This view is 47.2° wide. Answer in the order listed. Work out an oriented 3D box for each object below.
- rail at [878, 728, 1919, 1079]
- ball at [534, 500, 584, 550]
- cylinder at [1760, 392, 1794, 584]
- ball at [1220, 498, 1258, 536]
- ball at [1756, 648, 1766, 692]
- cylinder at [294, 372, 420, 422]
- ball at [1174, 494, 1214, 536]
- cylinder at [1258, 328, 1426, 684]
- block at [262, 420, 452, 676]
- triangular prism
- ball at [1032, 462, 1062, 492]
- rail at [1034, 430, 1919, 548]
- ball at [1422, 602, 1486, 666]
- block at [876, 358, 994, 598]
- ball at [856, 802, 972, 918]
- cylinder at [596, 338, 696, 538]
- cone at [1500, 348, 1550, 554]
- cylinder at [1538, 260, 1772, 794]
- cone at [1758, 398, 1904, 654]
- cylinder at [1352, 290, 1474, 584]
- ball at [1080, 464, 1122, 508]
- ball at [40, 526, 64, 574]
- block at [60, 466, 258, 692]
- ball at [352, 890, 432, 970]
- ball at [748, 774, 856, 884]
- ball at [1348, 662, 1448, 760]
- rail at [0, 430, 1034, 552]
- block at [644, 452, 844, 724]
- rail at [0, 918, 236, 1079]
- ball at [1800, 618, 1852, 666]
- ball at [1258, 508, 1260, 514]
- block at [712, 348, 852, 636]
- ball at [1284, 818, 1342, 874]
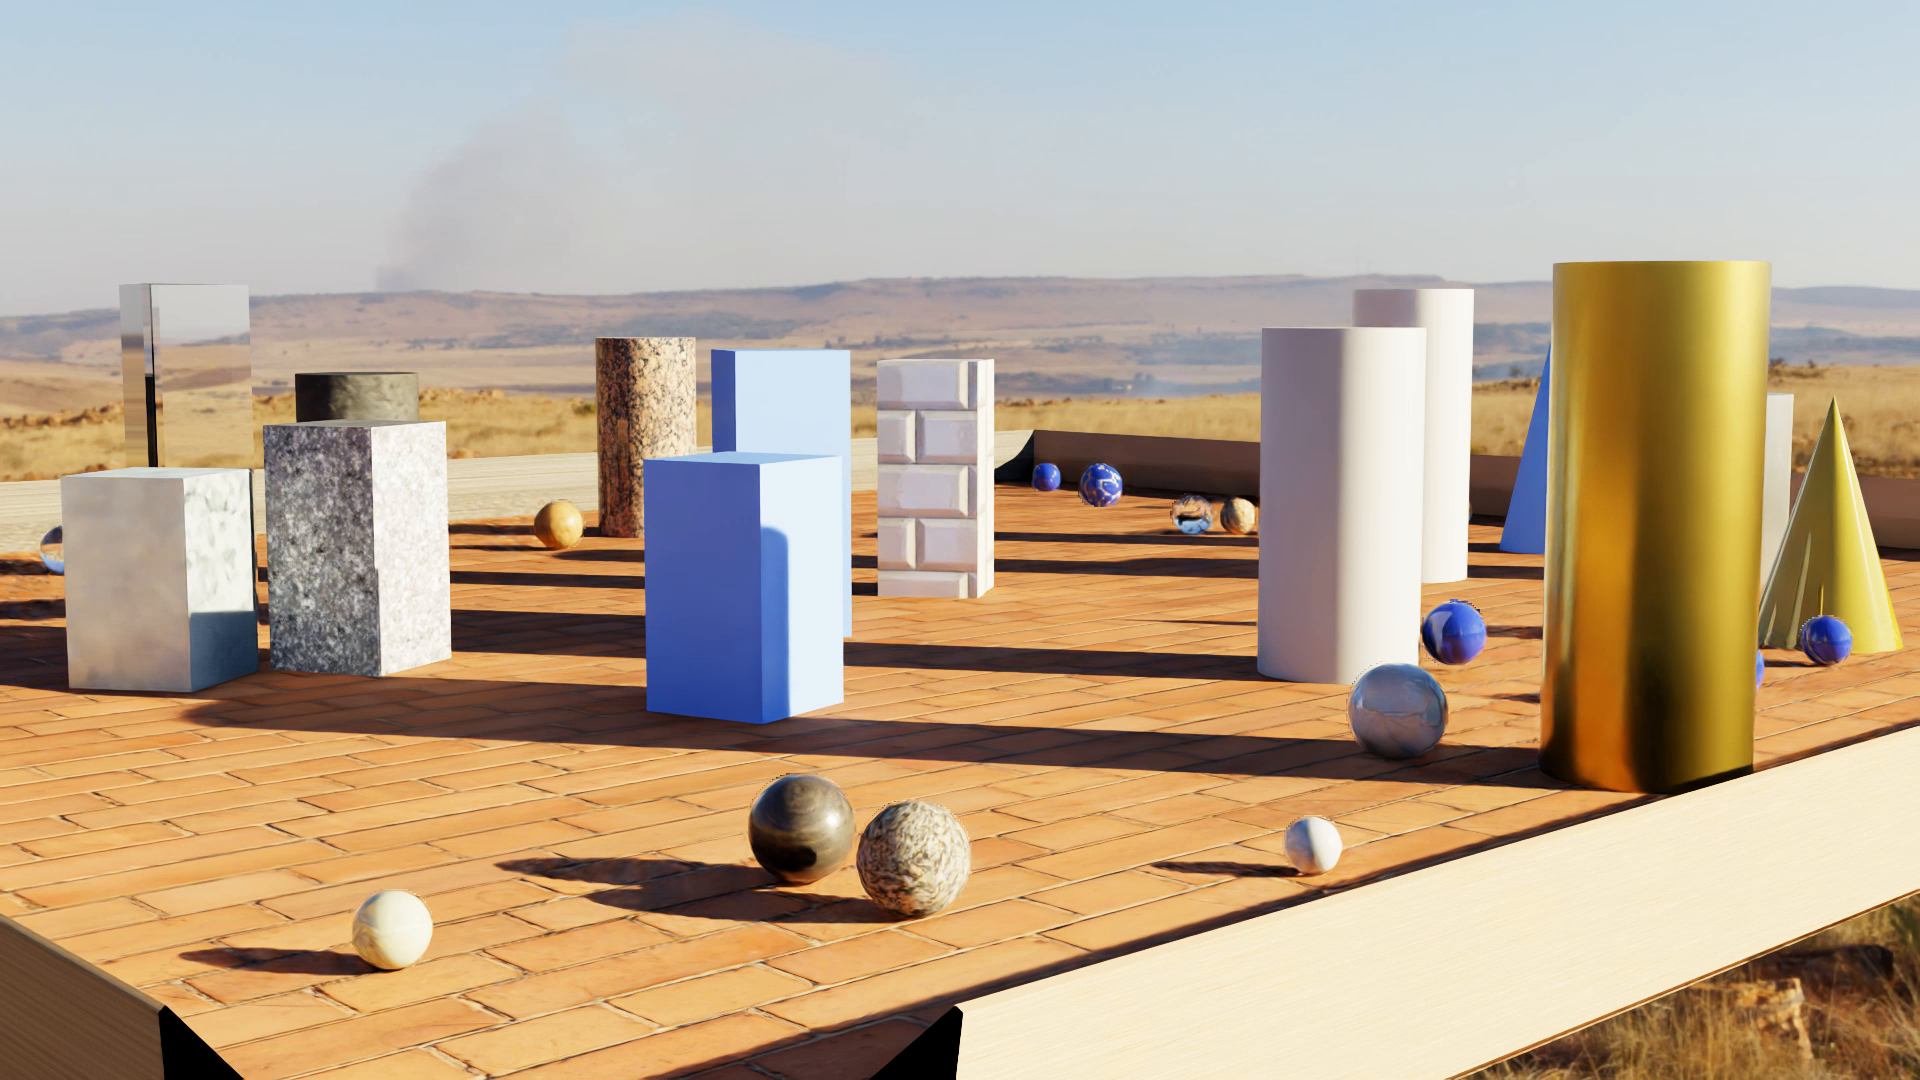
[{"bbox_3d":[1.150,0.163,2.092,3.707,0.128,0.045,-5,8,-42],"label":"rail"},{"bbox_3d":[-0.749,-0.027,4.104,0.091,0.091,0.091,0,6,0],"label":"ball"},{"bbox_3d":[1.276,-0.090,3.660,0.197,0.307,0.197,0,6,0],"label":"cylinder"},{"bbox_3d":[0.553,-0.046,4.366,0.074,0.074,0.074,0,6,0],"label":"ball"},{"bbox_3d":[0.864,0.144,2.485,0.086,0.086,0.086,0,6,0],"label":"ball"},{"bbox_3d":[-1.000,-0.107,3.664,0.197,0.341,0.197,0,6,0],"label":"cylinder"},{"bbox_3d":[0.464,-0.050,4.368,0.080,0.080,0.080,0,6,0],"label":"ball"},{"bbox_3d":[0.468,-0.048,2.701,0.197,0.423,0.197,0,6,0],"label":"cylinder"},{"bbox_3d":[-0.756,0.005,2.767,0.158,0.304,0.158,2,6,20],"label":"block"},{"bbox_3d":[-1.030,-0.104,2.972,0.148,0.479,0.171,-3,7,-30],"label":"triangular prism"},{"bbox_3d":[0.212,-0.153,5.396,0.073,0.073,0.073,0,6,0],"label":"ball"},{"bbox_3d":[1.345,-0.095,4.566,0.045,0.128,3.439,-5,8,-42],"label":"rail"},{"bbox_3d":[0.610,0.116,2.717,0.079,0.079,0.079,0,6,0],"label":"ball"},{"bbox_3d":[-0.037,-0.101,3.482,0.158,0.367,0.158,1,6,10],"label":"block"},{"bbox_3d":[-0.034,0.235,1.619,0.085,0.085,0.085,0,6,0],"label":"ball"},{"bbox_3d":[-0.625,-0.208,4.389,0.197,0.391,0.197,0,6,0],"label":"cylinder"},{"bbox_3d":[1.109,-0.209,4.087,0.197,0.456,0.197,0,6,0],"label":"cone"},{"bbox_3d":[0.662,-0.018,2.101,0.197,0.489,0.197,0,6,0],"label":"cylinder"},{"bbox_3d":[1.165,-0.029,2.948,0.197,0.333,0.197,0,6,0],"label":"cone"},{"bbox_3d":[0.752,-0.178,3.676,0.197,0.479,0.197,0,6,0],"label":"cylinder"},{"bbox_3d":[0.320,-0.123,4.985,0.099,0.099,0.099,0,6,0],"label":"ball"},{"bbox_3d":[-1.510,0.017,3.716,0.084,0.084,0.084,0,6,0],"label":"ball"},{"bbox_3d":[-0.962,0.044,2.652,0.158,0.251,0.158,1,6,11],"label":"block"},{"bbox_3d":[-0.385,0.264,1.490,0.053,0.053,0.053,0,6,0],"label":"ball"},{"bbox_3d":[-0.123,0.225,1.715,0.084,0.084,0.084,0,6,0],"label":"ball"},{"bbox_3d":[0.435,0.170,2.181,0.098,0.098,0.098,0,6,0],"label":"ball"},{"bbox_3d":[-1.150,-0.096,4.571,3.707,0.128,0.045,-5,8,-42],"label":"rail"},{"bbox_3d":[-0.241,0.048,2.467,0.158,0.281,0.158,3,7,30],"label":"block"},{"bbox_3d":[-1.345,0.162,2.098,0.045,0.128,3.439,-5,8,-42],"label":"rail"},{"bbox_3d":[1.090,0.128,2.765,0.061,0.061,0.061,0,6,0],"label":"ball"},{"bbox_3d":[0.644,-0.059,4.377,0.097,0.097,0.097,0,6,0],"label":"ball"},{"bbox_3d":[-0.248,-0.067,3.043,0.158,0.391,0.158,-2,6,-18],"label":"block"},{"bbox_3d":[0.280,0.242,1.742,0.045,0.045,0.045,0,6,0],"label":"ball"}]
